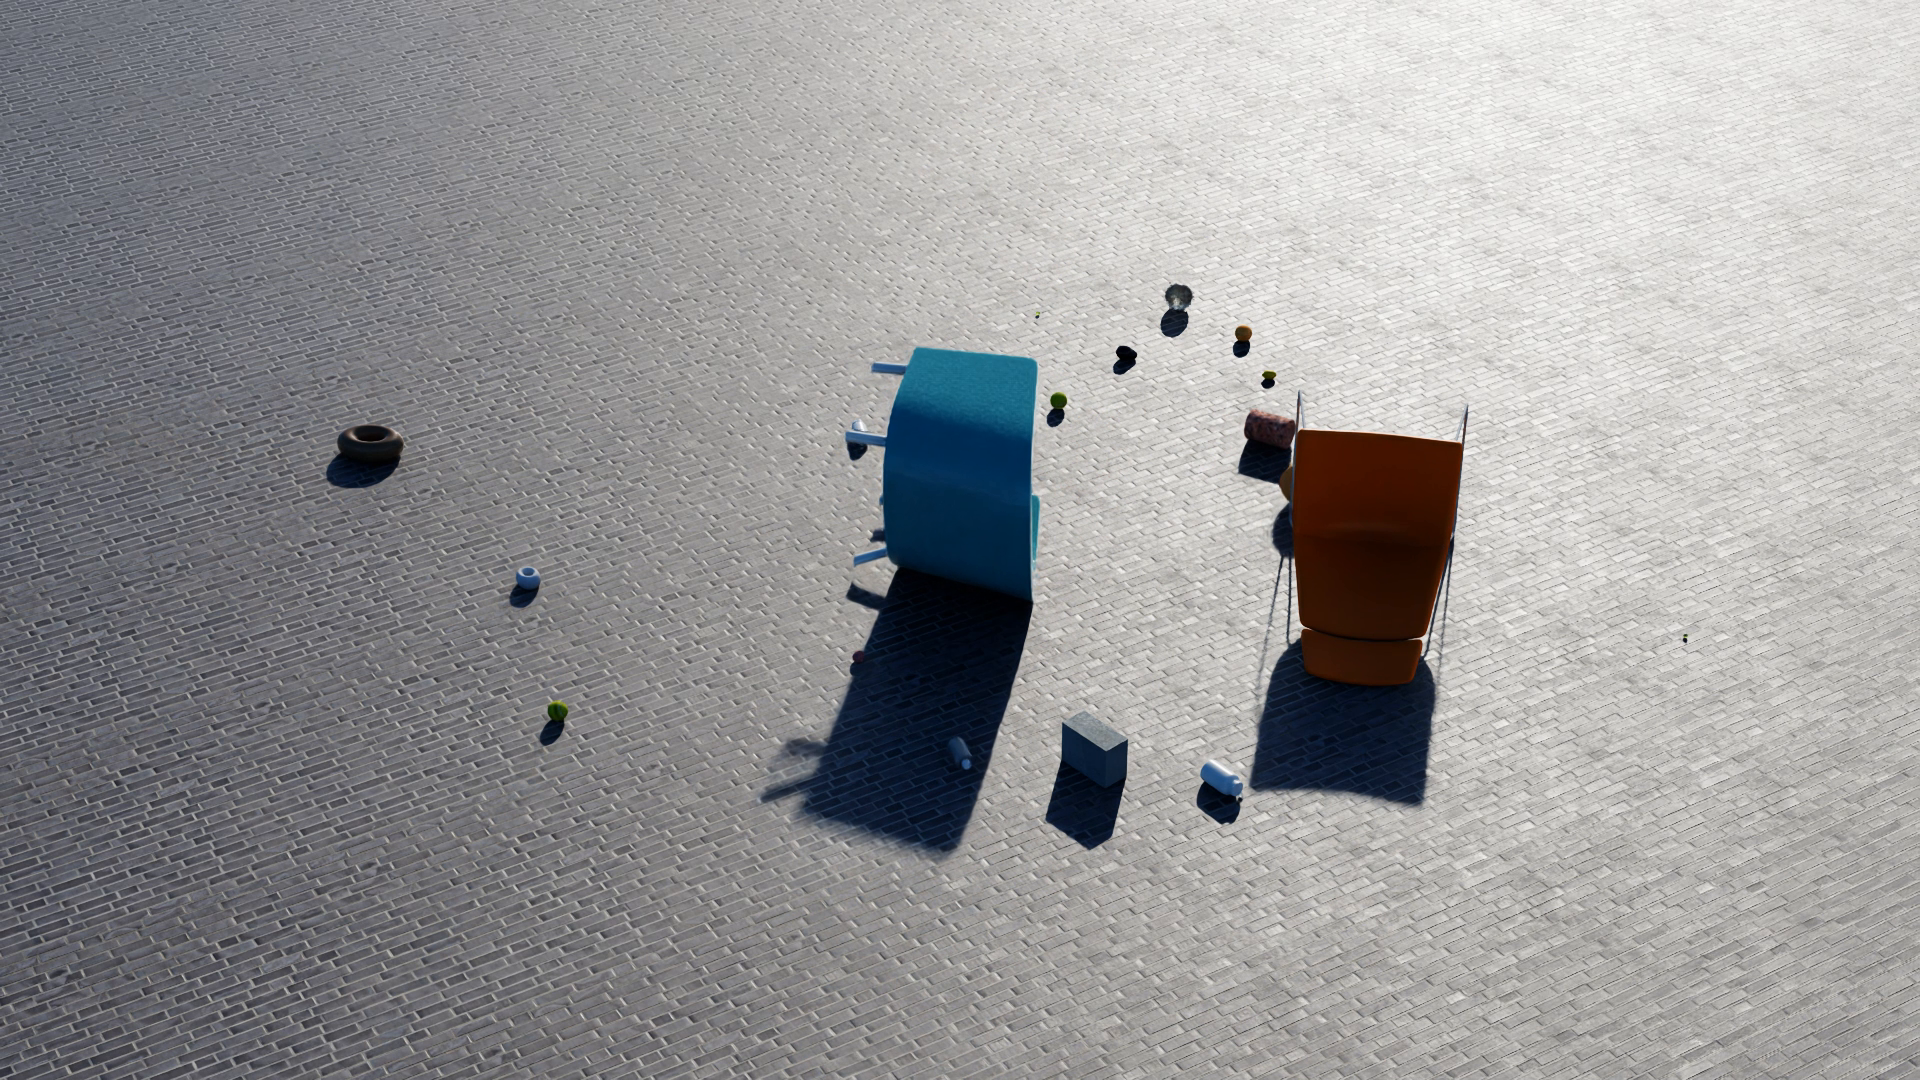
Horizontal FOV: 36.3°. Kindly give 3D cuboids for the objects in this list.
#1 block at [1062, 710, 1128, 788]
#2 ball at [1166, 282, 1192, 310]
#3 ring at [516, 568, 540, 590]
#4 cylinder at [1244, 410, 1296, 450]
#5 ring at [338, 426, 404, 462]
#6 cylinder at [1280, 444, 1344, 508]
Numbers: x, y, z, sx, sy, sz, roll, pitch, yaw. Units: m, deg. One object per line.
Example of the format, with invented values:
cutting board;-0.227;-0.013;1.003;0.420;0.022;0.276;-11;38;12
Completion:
block;0.447;0.696;9.747;0.100;0.155;0.211;-26;41;-34
ball;0.926;-1.031;12.404;0.116;0.116;0.116;0;33;0
ring;-1.572;0.139;10.682;0.083;0.057;0.101;-29;41;-33
cylinder;1.214;-0.434;11.492;0.164;0.120;0.131;17;1;24
ring;-2.299;-0.375;11.434;0.265;0.089;0.198;6;33;8
cylinder;1.339;-0.242;11.155;0.173;0.172;0.198;53;46;-2
